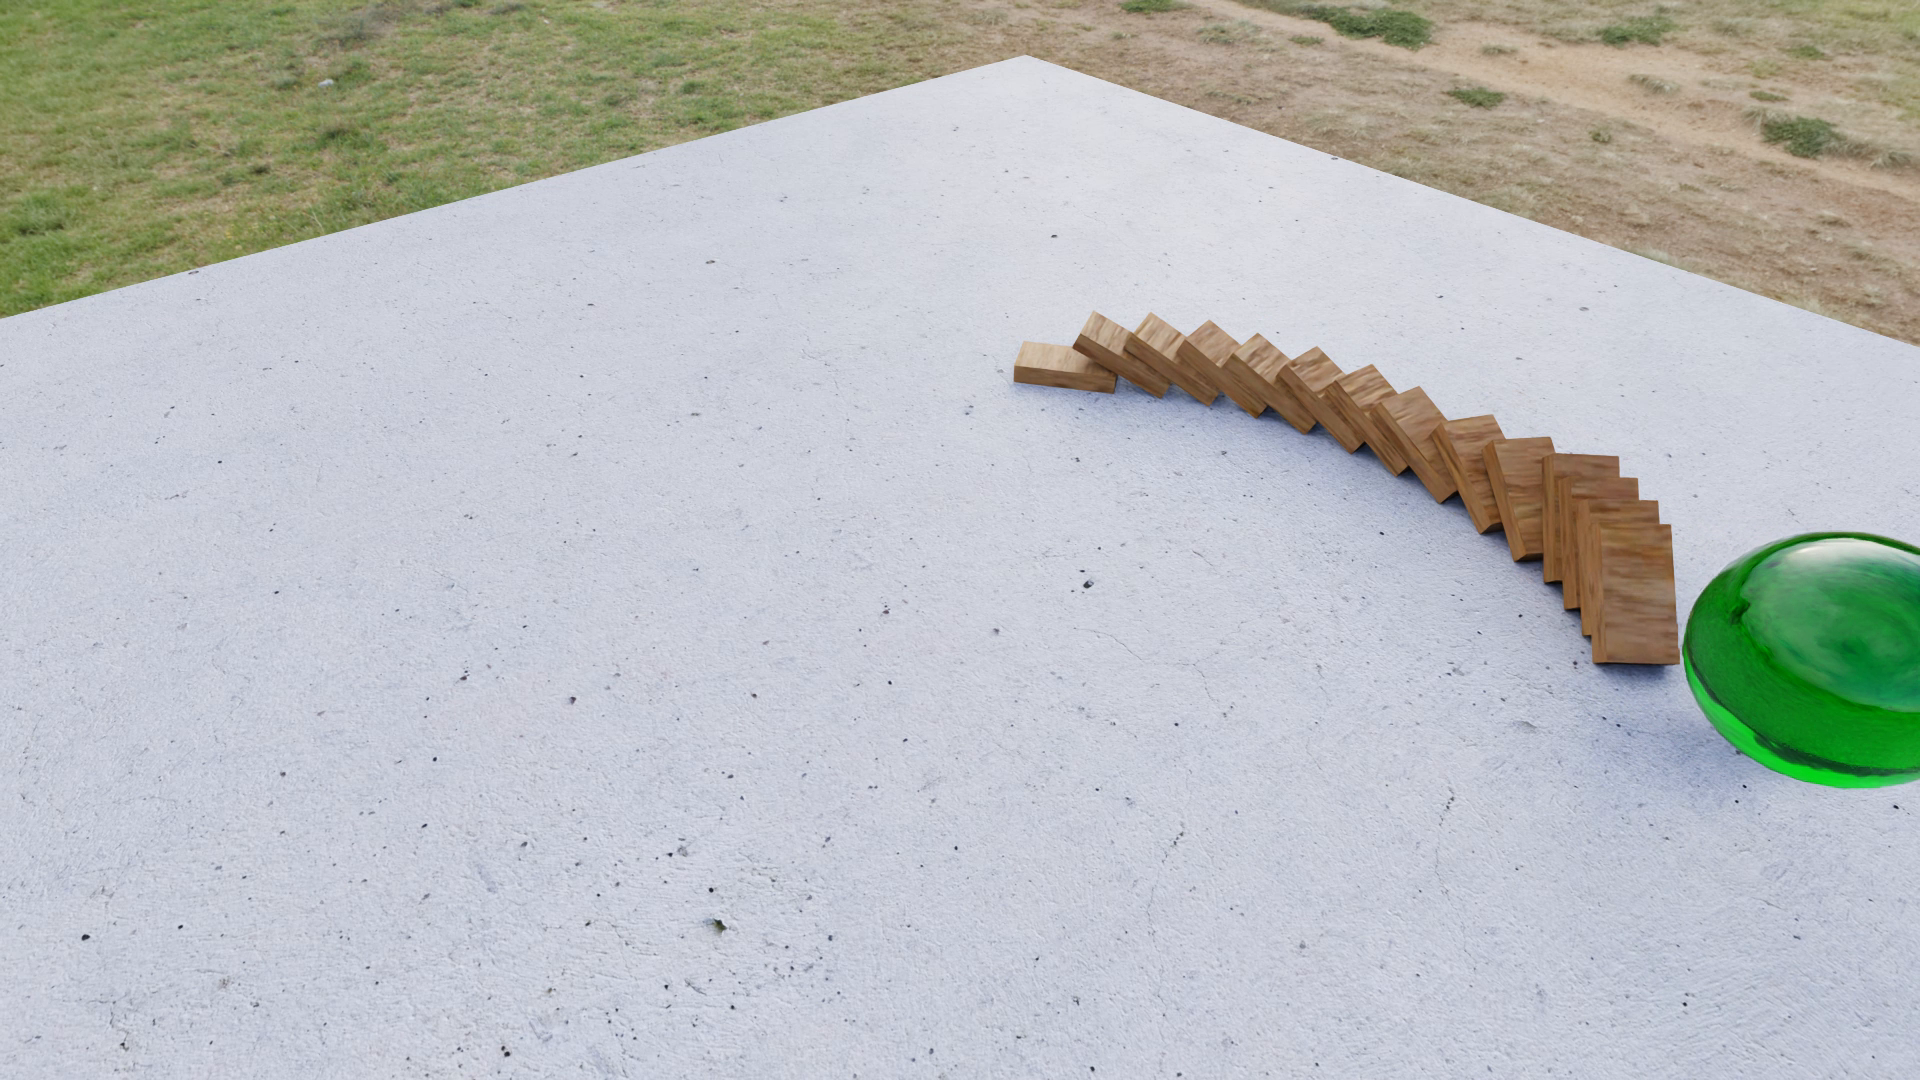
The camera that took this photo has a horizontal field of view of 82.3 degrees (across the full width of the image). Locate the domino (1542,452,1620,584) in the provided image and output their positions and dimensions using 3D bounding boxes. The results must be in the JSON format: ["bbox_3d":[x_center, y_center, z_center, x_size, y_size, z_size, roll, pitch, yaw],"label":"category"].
[{"bbox_3d":[0.242,-0.008,0.428,0.025,0.009,0.050,3,81,2],"label":"domino"}]

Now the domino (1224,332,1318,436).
[{"bbox_3d":[0.151,-0.074,0.519,0.050,0.010,0.025,43,52,11],"label":"domino"}]

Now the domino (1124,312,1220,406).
[{"bbox_3d":[0.107,-0.088,0.536,0.050,0.010,0.025,36,47,4],"label":"domino"}]

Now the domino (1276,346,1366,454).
[{"bbox_3d":[0.172,-0.065,0.507,0.025,0.009,0.050,-30,72,-31],"label":"domino"}]

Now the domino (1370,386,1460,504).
[{"bbox_3d":[0.205,-0.042,0.479,0.025,0.010,0.050,-21,68,-24],"label":"domino"}]

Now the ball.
[{"bbox_3d":[0.273,0.037,0.343,0.080,0.080,0.080,0,39,0],"label":"ball"}]

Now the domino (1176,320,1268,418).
[{"bbox_3d":[0.131,-0.083,0.529,0.050,0.010,0.025,42,51,10],"label":"domino"}]

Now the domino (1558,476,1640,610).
[{"bbox_3d":[0.243,0.001,0.417,0.025,0.009,0.050,2,81,2],"label":"domino"}]

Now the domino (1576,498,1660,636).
[{"bbox_3d":[0.244,0.010,0.406,0.025,0.010,0.050,2,81,2],"label":"domino"}]

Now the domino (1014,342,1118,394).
[{"bbox_3d":[0.054,-0.086,0.549,0.050,0.010,0.025,8,40,10],"label":"domino"}]

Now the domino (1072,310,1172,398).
[{"bbox_3d":[0.082,-0.091,0.540,0.050,0.009,0.025,30,43,0],"label":"domino"}]

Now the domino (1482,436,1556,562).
[{"bbox_3d":[0.232,-0.017,0.446,0.025,0.009,0.050,-4,69,-5],"label":"domino"}]

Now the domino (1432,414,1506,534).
[{"bbox_3d":[0.221,-0.028,0.463,0.025,0.010,0.050,-9,64,-11],"label":"domino"}]

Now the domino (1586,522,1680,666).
[{"bbox_3d":[0.242,0.019,0.395,0.025,0.009,0.050,2,81,2],"label":"domino"}]

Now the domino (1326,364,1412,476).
[{"bbox_3d":[0.190,-0.054,0.494,0.025,0.009,0.050,-24,69,-26],"label":"domino"}]
